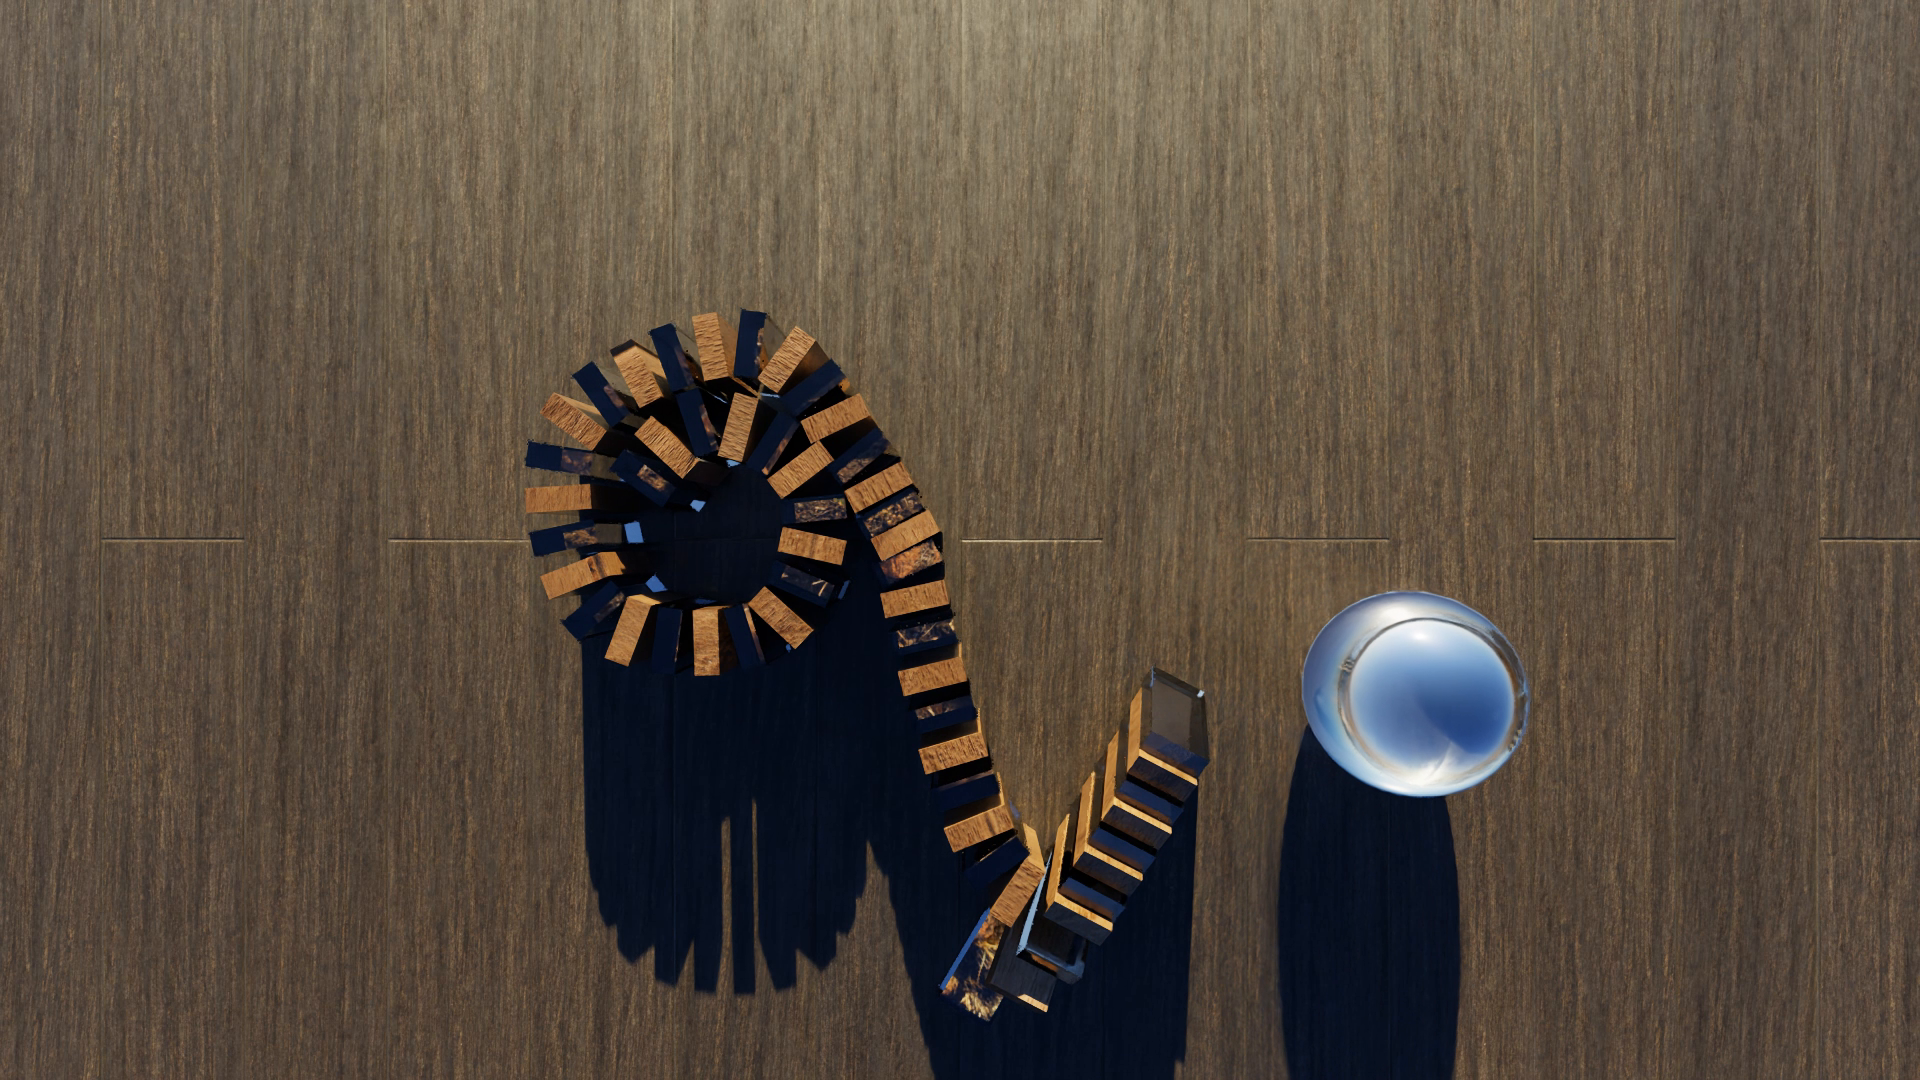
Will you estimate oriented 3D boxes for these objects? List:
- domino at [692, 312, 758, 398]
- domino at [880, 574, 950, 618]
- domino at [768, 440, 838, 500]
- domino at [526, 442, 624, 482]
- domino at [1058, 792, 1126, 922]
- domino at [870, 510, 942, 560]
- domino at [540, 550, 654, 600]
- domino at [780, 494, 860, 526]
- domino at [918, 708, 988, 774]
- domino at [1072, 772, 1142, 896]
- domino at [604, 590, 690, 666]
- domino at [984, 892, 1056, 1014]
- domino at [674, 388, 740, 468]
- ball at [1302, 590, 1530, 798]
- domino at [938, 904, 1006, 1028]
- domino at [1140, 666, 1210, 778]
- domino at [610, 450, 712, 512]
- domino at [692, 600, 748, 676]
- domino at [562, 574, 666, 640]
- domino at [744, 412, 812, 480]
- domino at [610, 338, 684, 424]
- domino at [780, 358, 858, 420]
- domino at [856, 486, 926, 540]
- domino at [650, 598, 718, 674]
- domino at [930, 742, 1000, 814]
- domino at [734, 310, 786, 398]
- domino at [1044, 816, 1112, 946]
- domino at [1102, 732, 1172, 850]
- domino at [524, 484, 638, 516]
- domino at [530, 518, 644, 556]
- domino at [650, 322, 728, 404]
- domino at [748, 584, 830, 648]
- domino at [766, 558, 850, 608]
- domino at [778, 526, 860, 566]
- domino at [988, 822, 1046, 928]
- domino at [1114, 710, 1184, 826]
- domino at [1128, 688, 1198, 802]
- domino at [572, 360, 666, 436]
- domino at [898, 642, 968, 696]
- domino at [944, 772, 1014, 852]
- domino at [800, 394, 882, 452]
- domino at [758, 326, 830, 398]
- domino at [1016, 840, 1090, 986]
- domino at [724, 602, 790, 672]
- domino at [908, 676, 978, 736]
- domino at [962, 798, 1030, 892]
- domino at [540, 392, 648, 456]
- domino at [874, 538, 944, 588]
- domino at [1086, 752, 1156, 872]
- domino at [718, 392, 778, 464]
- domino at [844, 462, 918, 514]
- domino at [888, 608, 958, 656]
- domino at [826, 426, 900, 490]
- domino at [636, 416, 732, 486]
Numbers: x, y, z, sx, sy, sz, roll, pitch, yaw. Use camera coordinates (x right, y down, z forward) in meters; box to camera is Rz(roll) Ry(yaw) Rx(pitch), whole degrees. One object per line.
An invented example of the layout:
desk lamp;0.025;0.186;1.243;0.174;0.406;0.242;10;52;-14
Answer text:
domino;-0.095;-0.074;0.375;0.010;0.050;0.025;-11;90;0
domino;-0.017;0.022;0.375;0.025;0.050;0.009;-12;90;0
domino;-0.061;-0.027;0.375;0.025;0.050;0.009;-37;90;0
domino;-0.153;-0.031;0.375;0.025;0.050;0.010;8;90;0
domino;0.056;0.129;0.376;0.025;0.050;0.009;28;117;0
domino;-0.021;-0.002;0.375;0.025;0.050;0.009;-27;90;0
domino;-0.147;0.014;0.375;0.025;0.050;0.010;-22;90;0
domino;-0.056;-0.012;0.375;0.025;0.050;0.010;-5;90;0
domino;-0.002;0.081;0.375;0.025;0.050;0.010;-17;90;0
domino;0.062;0.119;0.375;0.025;0.050;0.009;27;115;0
domino;-0.127;0.035;0.375;0.009;0.050;0.025;21;90;0
domino;0.031;0.166;0.382;0.025;0.009;0.050;28;55;0
domino;-0.100;-0.045;0.375;0.010;0.050;0.025;-18;90;0
ball;0.177;0.060;0.360;0.080;0.080;0.080;0;90;0
domino;0.014;0.180;0.395;0.025;0.009;0.050;31;90;0
domino;0.088;0.073;0.375;0.025;0.050;0.010;27;115;0
domino;-0.121;-0.023;0.375;0.025;0.050;0.009;36;90;0
domino;-0.097;0.039;0.375;0.009;0.050;0.025;-2;90;0
domino;-0.140;0.027;0.375;0.025;0.050;0.009;-41;90;0
domino;-0.072;-0.036;0.375;0.009;0.050;0.025;33;90;0
domino;-0.124;-0.064;0.375;0.009;0.050;0.025;-28;90;0
domino;-0.056;-0.058;0.375;0.025;0.050;0.009;-38;90;0
domino;-0.027;-0.010;0.375;0.025;0.050;0.009;-31;90;0
domino;-0.112;0.038;0.375;0.010;0.050;0.025;8;90;0
domino;0.002;0.096;0.375;0.025;0.050;0.009;-18;90;0
domino;-0.080;-0.075;0.375;0.010;0.050;0.025;7;90;0
domino;0.051;0.138;0.376;0.025;0.050;0.010;28;117;0
domino;0.073;0.101;0.375;0.025;0.050;0.010;27;115;0
domino;-0.154;-0.016;0.375;0.025;0.050;0.009;-4;90;0
domino;-0.151;-0.001;0.375;0.025;0.050;0.009;-12;90;0
domino;-0.110;-0.070;0.375;0.010;0.050;0.025;-20;90;0
domino;-0.069;0.030;0.375;0.025;0.050;0.010;43;90;0
domino;-0.061;0.017;0.375;0.025;0.050;0.009;23;90;0
domino;-0.057;0.002;0.375;0.025;0.050;0.009;13;90;0
domino;0.022;0.135;0.375;0.010;0.050;0.025;32;90;0
domino;0.078;0.092;0.375;0.025;0.050;0.009;27;115;0
domino;0.083;0.083;0.375;0.025;0.050;0.009;27;115;0
domino;-0.137;-0.056;0.375;0.009;0.050;0.025;-36;90;0
domino;-0.010;0.052;0.375;0.025;0.050;0.009;-14;90;0
domino;0.007;0.110;0.375;0.025;0.050;0.009;-22;90;0
domino;-0.048;-0.046;0.375;0.025;0.050;0.009;-26;90;0
domino;-0.066;-0.069;0.375;0.010;0.050;0.025;36;90;0
domino;0.043;0.153;0.378;0.025;0.050;0.009;28;133;0
domino;-0.082;0.037;0.375;0.010;0.050;0.025;-18;90;0
domino;-0.007;0.067;0.375;0.025;0.050;0.009;-16;90;0
domino;0.014;0.124;0.375;0.025;0.050;0.010;-35;90;0
domino;-0.148;-0.045;0.375;0.025;0.050;0.010;36;90;0
domino;-0.020;0.009;0.375;0.025;0.050;0.010;-24;90;0
domino;0.067;0.110;0.375;0.025;0.050;0.009;27;115;0
domino;-0.085;-0.043;0.375;0.010;0.050;0.025;15;90;0
domino;-0.031;-0.020;0.375;0.025;0.050;0.010;-28;90;0
domino;-0.014;0.037;0.375;0.025;0.050;0.010;-13;90;0
domino;-0.039;-0.032;0.375;0.025;0.050;0.009;-39;90;0
domino;-0.112;-0.035;0.375;0.025;0.050;0.009;43;90;0
